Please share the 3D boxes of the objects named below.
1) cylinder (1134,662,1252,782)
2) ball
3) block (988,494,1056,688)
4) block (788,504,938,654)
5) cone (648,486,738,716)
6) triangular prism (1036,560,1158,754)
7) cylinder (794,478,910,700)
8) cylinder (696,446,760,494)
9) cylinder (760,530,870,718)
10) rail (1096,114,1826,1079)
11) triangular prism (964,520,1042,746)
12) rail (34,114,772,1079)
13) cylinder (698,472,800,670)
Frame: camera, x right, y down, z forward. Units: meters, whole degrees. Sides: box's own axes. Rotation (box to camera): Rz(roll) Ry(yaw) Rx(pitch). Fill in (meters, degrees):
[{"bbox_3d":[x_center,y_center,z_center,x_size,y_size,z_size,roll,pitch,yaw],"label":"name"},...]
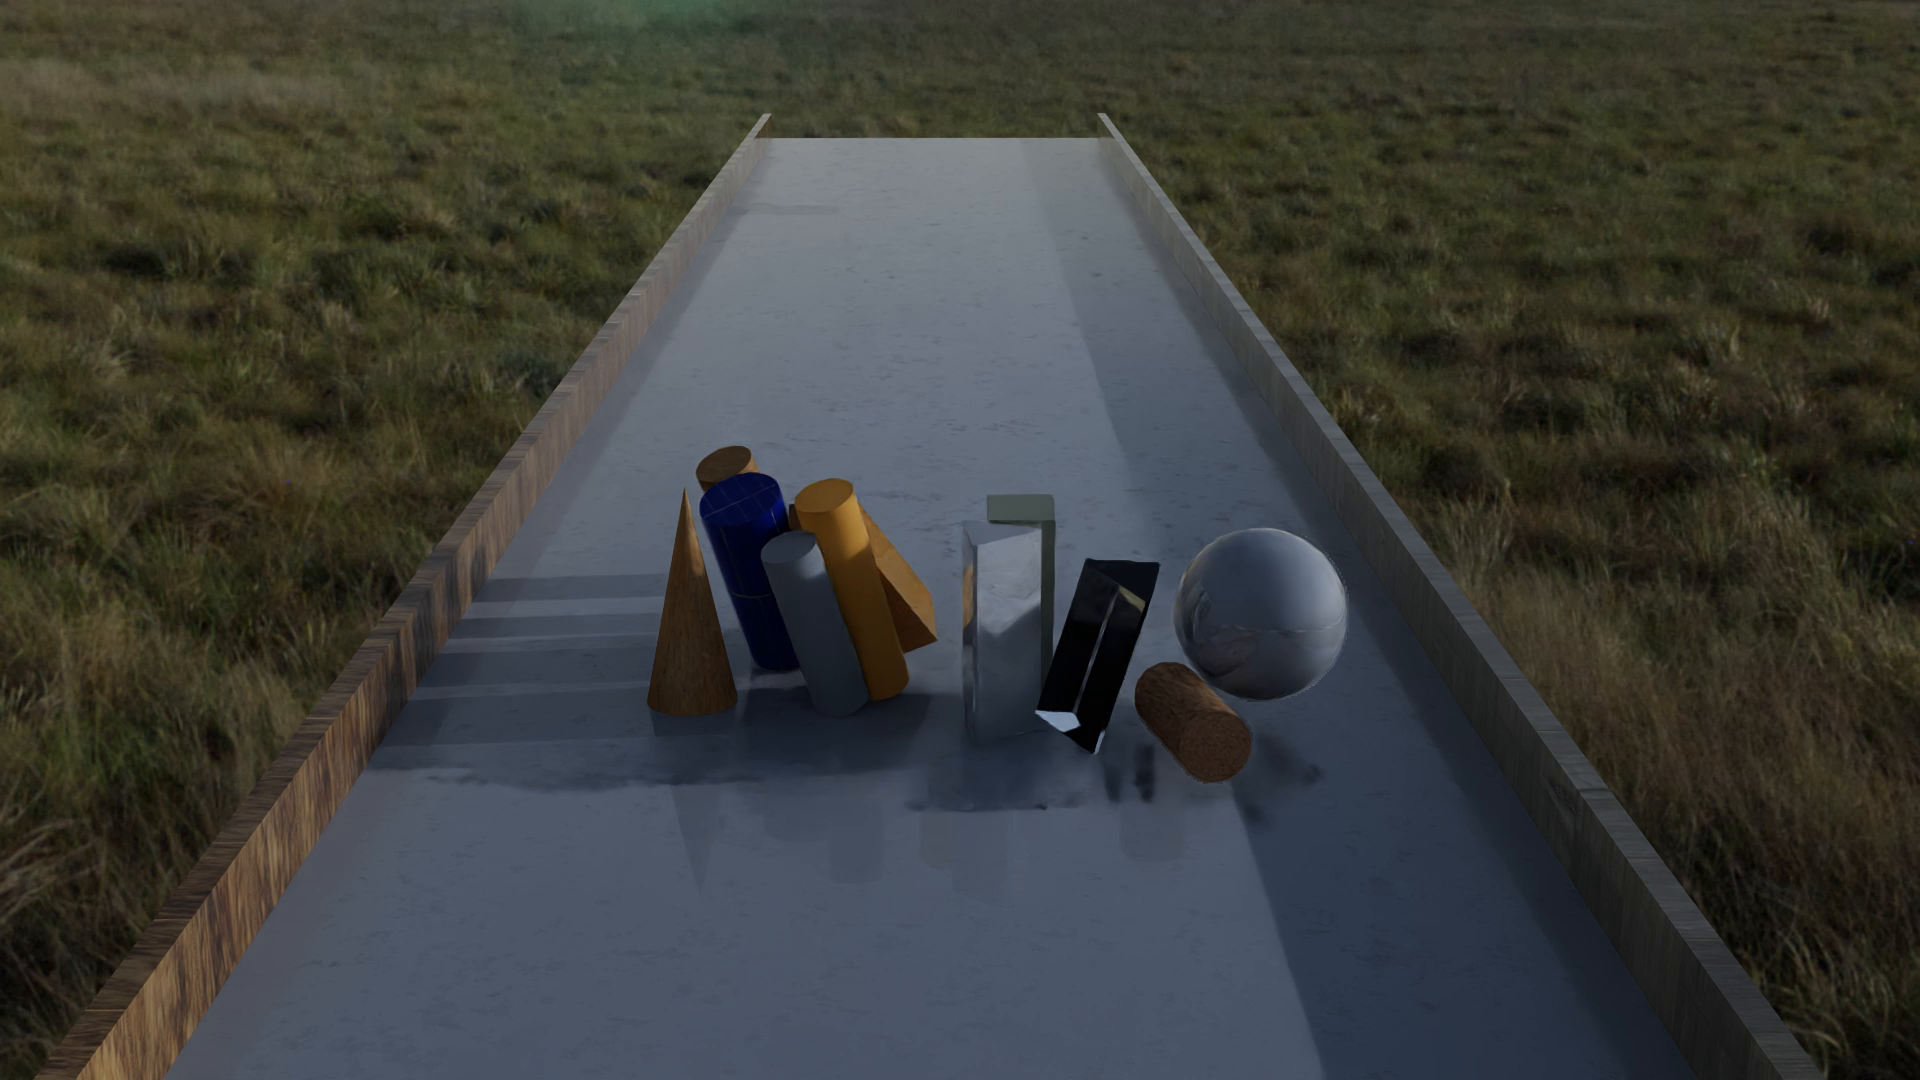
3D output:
[{"bbox_3d":[0.405,0.315,3.861,0.126,0.126,0.318,-3,12,-9],"label":"cylinder"},{"bbox_3d":[0.553,0.135,4.048,0.319,0.319,0.319,0,17,0],"label":"ball"},{"bbox_3d":[0.112,0.120,4.114,0.122,0.392,0.122,0,24,0],"label":"block"},{"bbox_3d":[-0.186,0.067,4.298,0.118,0.389,0.118,-21,47,15],"label":"block"},{"bbox_3d":[-0.511,0.102,4.141,0.173,0.424,0.173,0,17,0],"label":"cone"},{"bbox_3d":[0.271,0.195,3.931,0.145,0.332,0.126,35,34,29],"label":"triangular prism"},{"bbox_3d":[-0.199,0.097,4.117,0.111,0.436,0.111,-11,33,7],"label":"cylinder"},{"bbox_3d":[-0.401,0.011,4.438,0.117,0.421,0.117,-14,35,10],"label":"cylinder"},{"bbox_3d":[-0.266,0.157,4.056,0.107,0.352,0.107,-12,31,8],"label":"cylinder"},{"bbox_3d":[0.932,-0.844,7.801,0.050,0.150,12.000,0,17,-1],"label":"rail"},{"bbox_3d":[0.049,0.161,4.005,0.152,0.383,0.131,-13,22,-35],"label":"triangular prism"},{"bbox_3d":[-1.118,-0.838,7.780,0.050,0.150,12.000,0,17,-1],"label":"rail"},{"bbox_3d":[-0.381,0.064,4.295,0.159,0.376,0.159,-9,39,7],"label":"cylinder"}]
